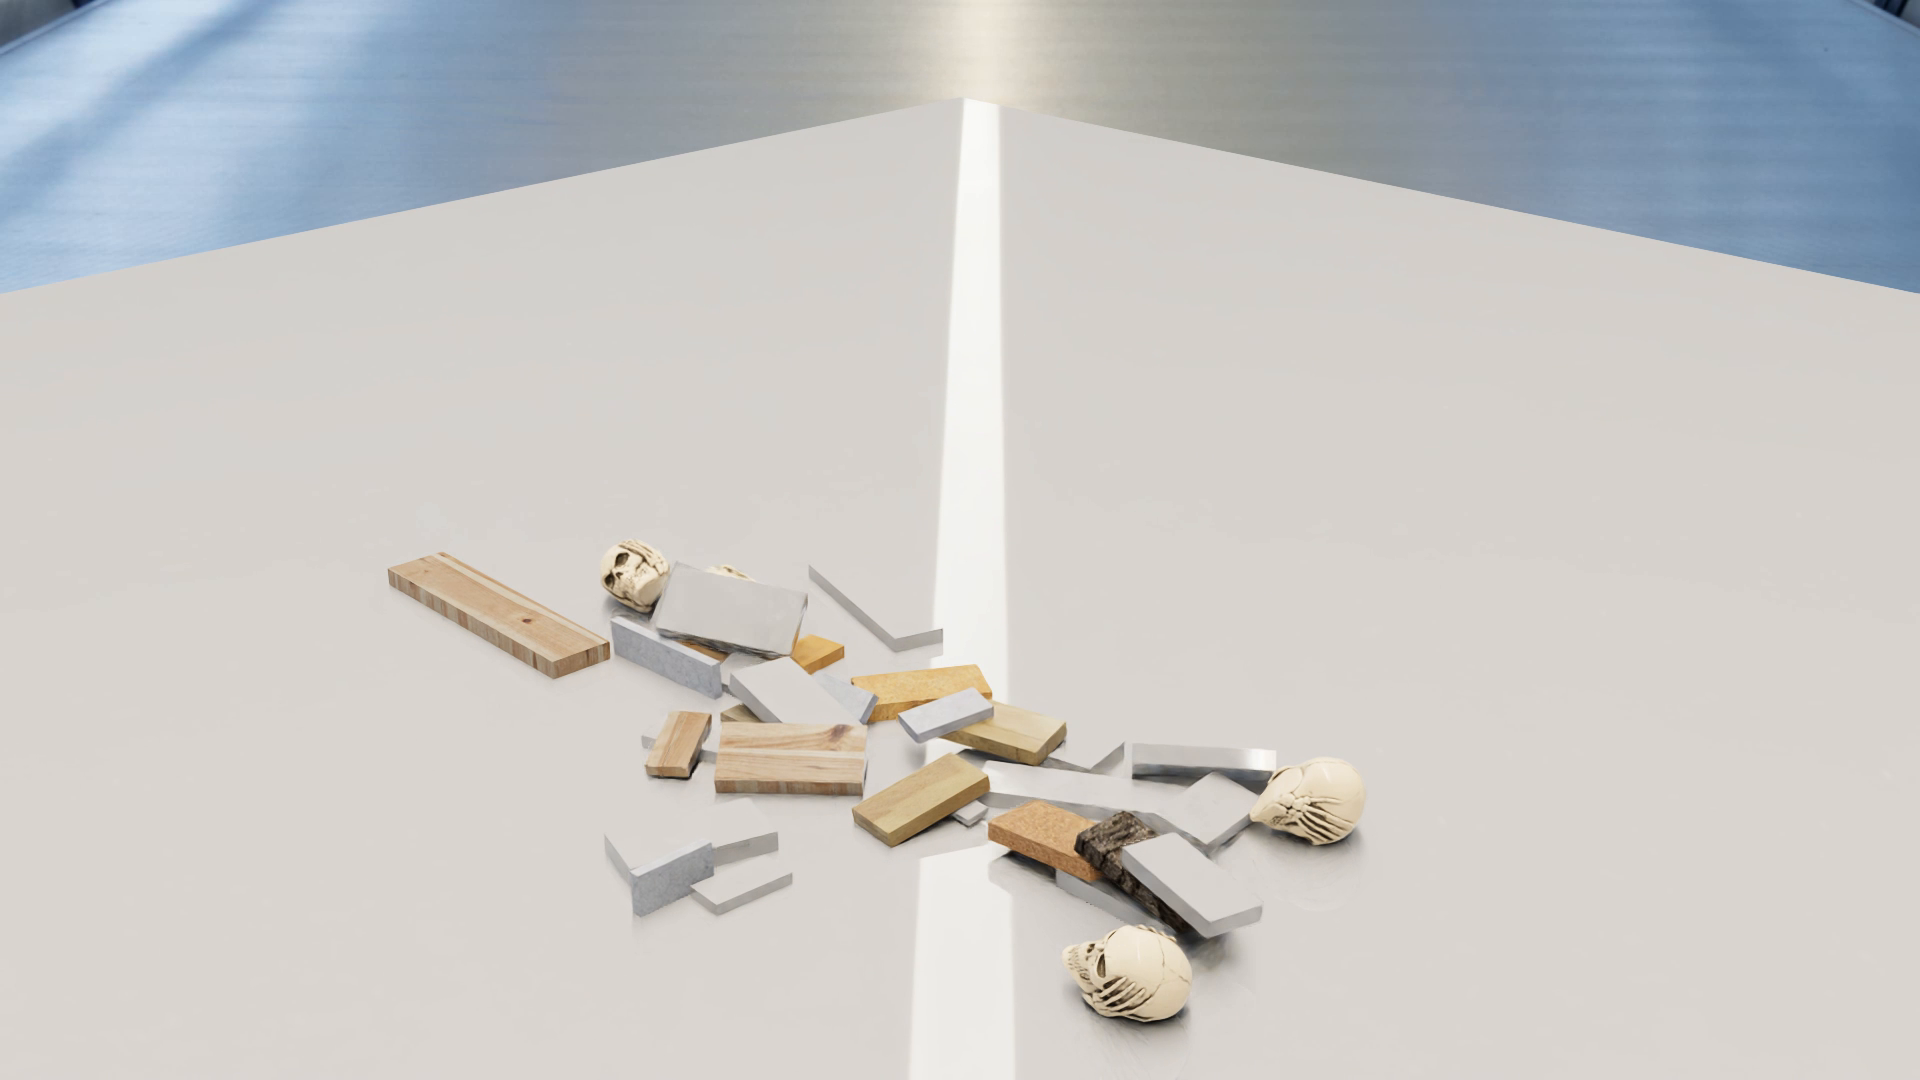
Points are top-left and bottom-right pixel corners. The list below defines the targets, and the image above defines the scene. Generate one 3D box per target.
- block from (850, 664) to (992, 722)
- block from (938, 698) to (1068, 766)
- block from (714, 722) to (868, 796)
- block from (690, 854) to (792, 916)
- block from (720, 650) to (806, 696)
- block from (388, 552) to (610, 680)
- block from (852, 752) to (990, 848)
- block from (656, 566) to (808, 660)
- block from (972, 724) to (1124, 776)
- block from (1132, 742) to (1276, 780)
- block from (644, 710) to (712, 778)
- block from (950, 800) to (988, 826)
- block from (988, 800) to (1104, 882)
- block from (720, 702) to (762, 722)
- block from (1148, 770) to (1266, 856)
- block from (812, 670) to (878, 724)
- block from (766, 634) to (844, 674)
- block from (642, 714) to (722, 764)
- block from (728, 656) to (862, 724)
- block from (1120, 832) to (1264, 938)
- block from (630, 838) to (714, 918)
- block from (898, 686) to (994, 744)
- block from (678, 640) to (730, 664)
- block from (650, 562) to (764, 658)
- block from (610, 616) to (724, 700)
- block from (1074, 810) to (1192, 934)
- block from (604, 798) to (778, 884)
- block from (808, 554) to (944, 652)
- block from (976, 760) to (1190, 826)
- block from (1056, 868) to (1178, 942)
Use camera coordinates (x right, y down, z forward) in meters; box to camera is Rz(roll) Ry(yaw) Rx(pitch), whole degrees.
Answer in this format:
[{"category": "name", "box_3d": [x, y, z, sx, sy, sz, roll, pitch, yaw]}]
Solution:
[{"category": "block", "box_3d": [-0.086, 0.341, 4.905, 0.291, 0.041, 0.145, -5, 24, -12]}, {"category": "block", "box_3d": [0.085, 0.400, 4.661, 0.254, 0.036, 0.127, 14, 35, 30]}, {"category": "block", "box_3d": [-0.349, 0.454, 4.564, 0.304, 0.043, 0.152, 1, 46, 2]}, {"category": "block", "box_3d": [-0.416, 0.656, 4.183, 0.175, 0.025, 0.088, -19, 29, -37]}, {"category": "block", "box_3d": [-0.452, 0.314, 4.941, 0.209, 0.030, 0.104, 14, 44, 32]}, {"category": "block", "box_3d": [-1.119, 0.173, 5.296, 0.157, 0.044, 0.728, -20, 30, -39]}, {"category": "block", "box_3d": [-0.078, 0.521, 4.429, 0.254, 0.036, 0.127, -27, 34, -29]}, {"category": "block", "box_3d": [-0.518, 0.168, 5.015, 0.314, 0.044, 0.157, 11, 65, 7]}, {"category": "block", "box_3d": [0.188, 0.437, 4.678, 0.291, 0.041, 0.145, 15, 27, 31]}, {"category": "block", "box_3d": [0.501, 0.457, 4.529, 0.291, 0.041, 0.145, 2, -14, 6]}, {"category": "block", "box_3d": [-0.594, 0.430, 4.646, 0.091, 0.026, 0.182, 2, 35, 12]}, {"category": "block", "box_3d": [0.000, 0.536, 4.440, 0.054, 0.015, 0.109, -30, 39, -32]}, {"category": "block", "box_3d": [0.198, 0.579, 4.253, 0.136, 0.039, 0.273, -19, 25, -41]}, {"category": "block", "box_3d": [-0.426, 0.400, 4.785, 0.182, 0.026, 0.091, 20, 30, 39]}, {"category": "block", "box_3d": [0.493, 0.543, 4.370, 0.126, 0.036, 0.252, 29, 29, 26]}, {"category": "block", "box_3d": [-0.267, 0.354, 4.824, 0.176, 0.088, 0.025, 19, -14, 37]}, {"category": "block", "box_3d": [-0.374, 0.278, 5.067, 0.104, 0.030, 0.209, 17, 28, 35]}, {"category": "block", "box_3d": [-0.565, 0.429, 4.712, 0.209, 0.030, 0.104, 10, 25, 22]}, {"category": "block", "box_3d": [-0.353, 0.365, 4.762, 0.152, 0.043, 0.304, -15, 38, -36]}, {"category": "block", "box_3d": [0.419, 0.625, 3.997, 0.126, 0.036, 0.252, -11, 31, -33]}, {"category": "block", "box_3d": [-0.542, 0.636, 4.149, 0.175, 0.088, 0.025, -21, 29, -40]}, {"category": "block", "box_3d": [-0.029, 0.371, 4.667, 0.182, 0.026, 0.091, -18, 32, -22]}, {"category": "block", "box_3d": [-0.601, 0.274, 5.083, 0.175, 0.025, 0.088, 18, 29, 36]}, {"category": "block", "box_3d": [-0.563, 0.171, 5.139, 0.314, 0.157, 0.044, 18, -8, 30]}, {"category": "block", "box_3d": [-0.671, 0.268, 5.015, 0.351, 0.088, 0.025, 20, 34, 38]}, {"category": "block", "box_3d": [0.358, 0.614, 4.092, 0.136, 0.039, 0.273, -19, 43, -41]}, {"category": "block", "box_3d": [-0.527, 0.591, 4.312, 0.304, 0.043, 0.152, -12, 26, -25]}, {"category": "block", "box_3d": [-0.210, 0.150, 5.360, 0.127, 0.036, 0.492, -12, 26, -25]}, {"category": "block", "box_3d": [0.252, 0.522, 4.485, 0.439, 0.036, 0.126, 6, 24, 14]}, {"category": "block", "box_3d": [0.325, 0.662, 4.152, 0.136, 0.039, 0.273, -21, 30, -40]}]
